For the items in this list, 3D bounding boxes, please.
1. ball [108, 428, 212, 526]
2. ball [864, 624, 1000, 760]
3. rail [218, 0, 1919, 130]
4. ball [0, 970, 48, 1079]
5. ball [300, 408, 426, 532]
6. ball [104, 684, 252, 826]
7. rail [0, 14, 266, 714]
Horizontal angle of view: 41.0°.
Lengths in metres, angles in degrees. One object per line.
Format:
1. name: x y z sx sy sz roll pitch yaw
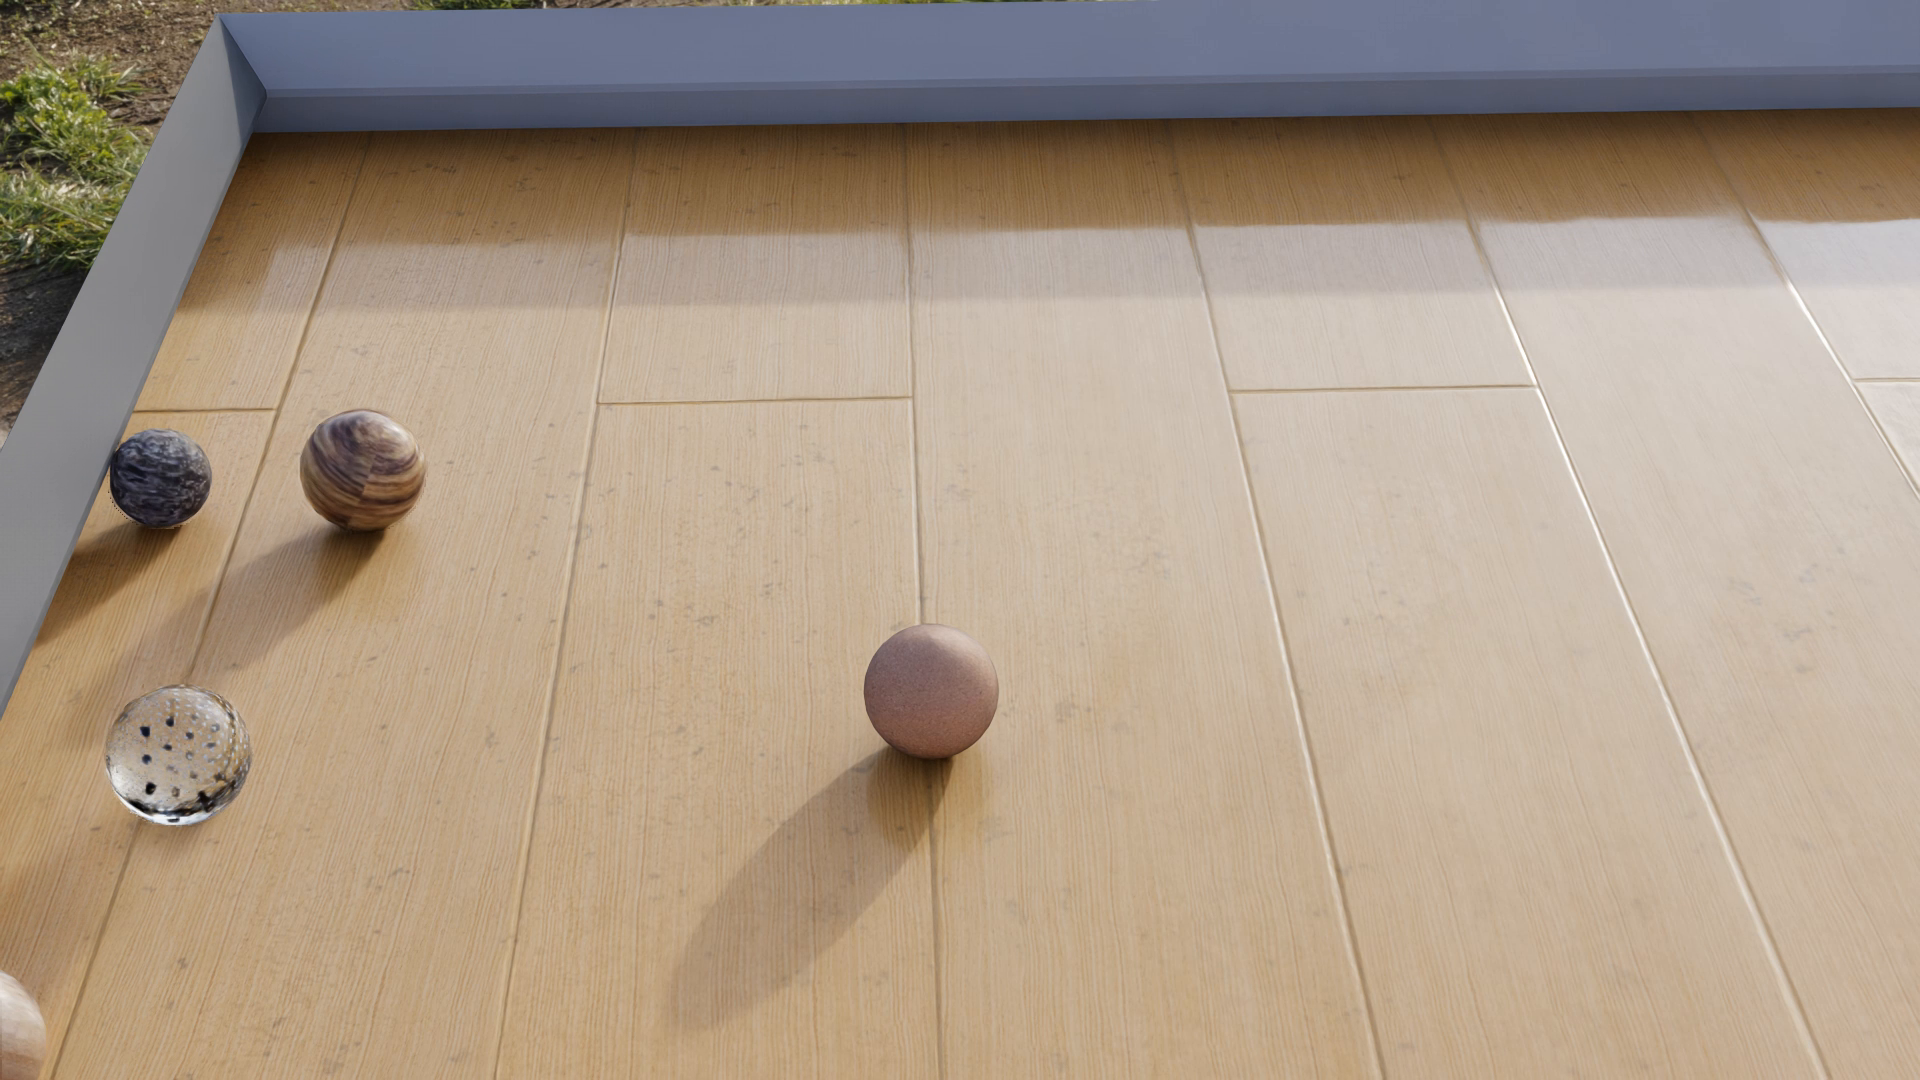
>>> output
1. ball: -0.585 -0.046 1.876 0.072 0.072 0.072 0 35 0
2. ball: -0.019 0.098 1.659 0.088 0.088 0.088 0 35 0
3. rail: 0.631 -0.447 2.404 2.628 0.118 0.045 -1 35 -2
4. ball: -0.547 0.277 1.402 0.091 0.091 0.091 0 35 0
5. ball: -0.435 -0.051 1.869 0.089 0.089 0.089 0 35 0
6. ball: -0.489 0.134 1.606 0.088 0.088 0.088 0 35 0
7. rail: -0.633 -0.004 1.775 0.045 0.118 1.496 -1 35 -2
